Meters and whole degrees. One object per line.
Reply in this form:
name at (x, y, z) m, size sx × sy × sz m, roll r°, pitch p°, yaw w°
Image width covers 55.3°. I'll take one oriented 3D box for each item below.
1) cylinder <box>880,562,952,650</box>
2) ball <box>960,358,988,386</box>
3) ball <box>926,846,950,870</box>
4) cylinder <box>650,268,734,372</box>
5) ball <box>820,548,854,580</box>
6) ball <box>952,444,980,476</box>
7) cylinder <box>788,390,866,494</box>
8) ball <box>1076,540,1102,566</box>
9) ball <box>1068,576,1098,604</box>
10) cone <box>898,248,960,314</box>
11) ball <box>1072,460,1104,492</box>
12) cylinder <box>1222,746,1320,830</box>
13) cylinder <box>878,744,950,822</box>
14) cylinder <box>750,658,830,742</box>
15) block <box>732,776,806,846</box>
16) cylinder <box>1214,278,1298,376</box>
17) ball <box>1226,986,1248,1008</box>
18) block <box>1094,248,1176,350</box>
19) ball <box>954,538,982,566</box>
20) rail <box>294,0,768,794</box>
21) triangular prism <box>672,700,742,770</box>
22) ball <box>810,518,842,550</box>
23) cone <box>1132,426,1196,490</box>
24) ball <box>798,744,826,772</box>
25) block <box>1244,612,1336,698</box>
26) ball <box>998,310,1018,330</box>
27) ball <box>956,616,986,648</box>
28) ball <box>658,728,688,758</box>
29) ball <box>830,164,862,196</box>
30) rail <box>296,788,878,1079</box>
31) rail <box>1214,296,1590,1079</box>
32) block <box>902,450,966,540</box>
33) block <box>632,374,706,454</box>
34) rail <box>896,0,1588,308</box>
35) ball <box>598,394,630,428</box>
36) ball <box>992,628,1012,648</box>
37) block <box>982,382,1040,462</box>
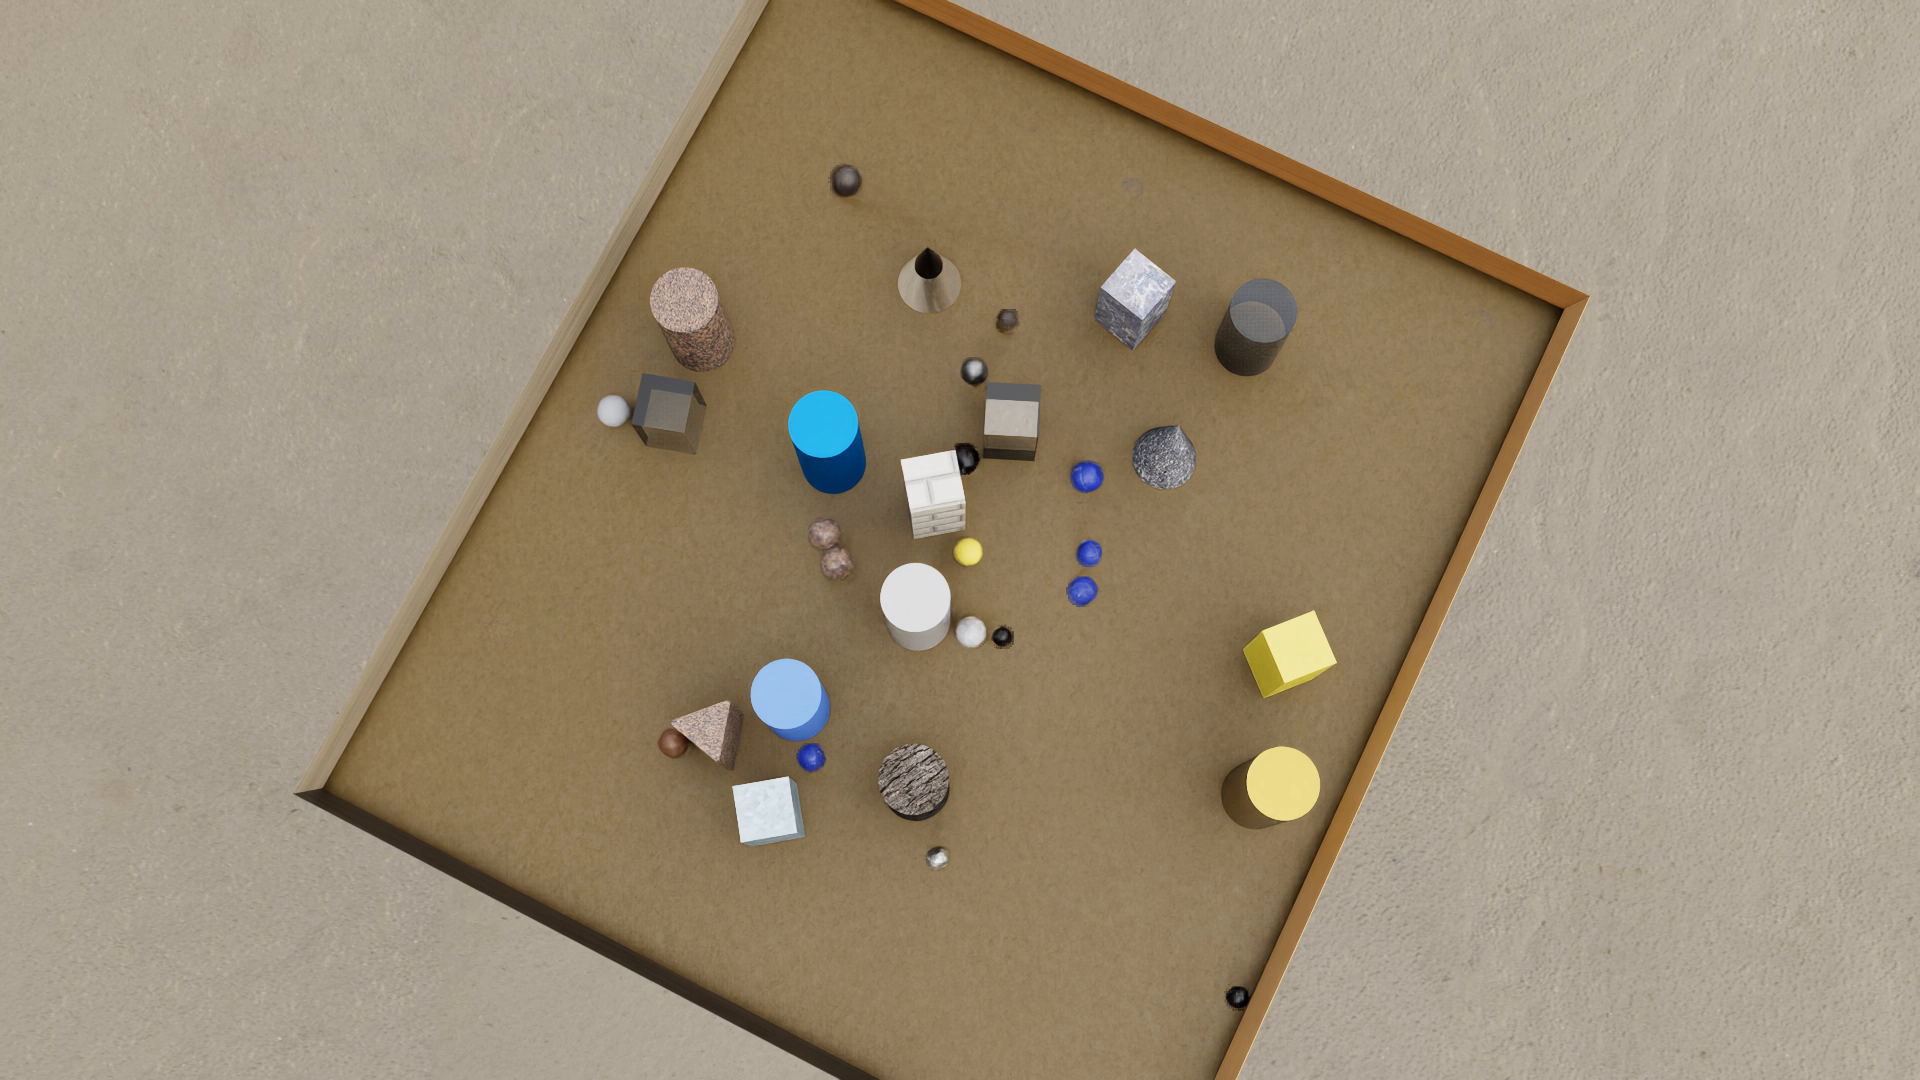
cylinder at (-0.127, 0.200, 5.387) m, size 0.200 × 0.368 × 0.200 m, roll 0°, pitch 78°, yaw 0°
ball at (0.044, -0.521, 5.681) m, size 0.084 × 0.084 × 0.084 m, roll 0°, pitch 78°, yaw 0°
ball at (-0.065, 0.934, 5.390) m, size 0.066 × 0.066 × 0.066 m, roll 0°, pitch 78°, yaw 0°
cylinder at (-0.807, -0.663, 5.552) m, size 0.200 × 0.395 × 0.200 m, roll 0°, pitch 78°, yaw 0°
ball at (-0.372, 0.072, 5.551) m, size 0.099 × 0.099 × 0.099 m, roll 0°, pitch 78°, yaw 0°
ball at (0.012, -0.247, 5.619) m, size 0.096 × 0.096 × 0.096 m, roll 0°, pitch 78°, yaw 0°
cylinder at (-0.390, -0.285, 5.445) m, size 0.200 × 0.453 × 0.200 m, roll 0°, pitch 78°, yaw 0°
ball at (0.394, 0.037, 5.569) m, size 0.078 × 0.078 × 0.078 m, roll 0°, pitch 78°, yaw 0°
ball at (0.372, 0.152, 5.541) m, size 0.087 × 0.087 × 0.087 m, roll 0°, pitch 78°, yaw 0°
cone at (-0.096, -0.843, 5.628) m, size 0.200 × 0.319 × 0.200 m, roll 0°, pitch 78°, yaw 0°
ball at (0.391, -0.194, 5.607) m, size 0.098 × 0.098 × 0.098 m, roll 0°, pitch 78°, yaw 0°
cylinder at (0.878, 0.711, 5.217) m, size 0.200 × 0.494 × 0.200 m, roll 0°, pitch 78°, yaw 0°
cylinder at (-0.131, 0.705, 5.305) m, size 0.200 × 0.325 × 0.200 m, roll 0°, pitch 78°, yaw 0°
cylinder at (-0.490, 0.469, 5.338) m, size 0.200 × 0.355 × 0.200 m, roll 0°, pitch 78°, yaw 0°
block at (-0.551, 0.789, 5.310) m, size 0.160 × 0.281 × 0.160 m, roll -10°, pitch 78°, yaw -2°
cylinder at (0.897, -0.643, 5.576) m, size 0.200 × 0.340 × 0.200 m, roll 0°, pitch 78°, yaw 0°
ball at (0.804, 1.325, 5.309) m, size 0.065 × 0.065 × 0.065 m, roll 0°, pitch 78°, yaw 0°
block at (0.533, -0.734, 5.617) m, size 0.160 × 0.297 × 0.160 m, roll 40°, pitch 81°, yaw 8°
ball at (0.024, 0.036, 5.566) m, size 0.085 × 0.085 × 0.085 m, roll 0°, pitch 78°, yaw 0°
rail at (-1.228, -0.594, 5.672) m, size 0.045 × 0.130 × 3.097 m, roll 26°, pitch 80°, yaw 5°
triangular prism at (-0.700, 0.545, 5.334) m, size 0.173 × 0.333 × 0.150 m, roll 39°, pitch 81°, yaw 7°
ball at (-0.408, -0.019, 5.570) m, size 0.099 × 0.099 × 0.099 m, roll 0°, pitch 78°, yaw 0°
cone at (0.632, -0.293, 5.481) m, size 0.200 × 0.384 × 0.200 m, roll 0°, pitch 78°, yaw 0°
ball at (-0.440, 0.648, 5.441) m, size 0.081 × 0.081 × 0.081 m, roll 0°, pitch 78°, yaw 0°
block at (0.959, 0.339, 5.358) m, size 0.160 × 0.369 × 0.160 m, roll -21°, pitch 79°, yaw -4°
ball at (0.148, -0.687, 5.727) m, size 0.063 × 0.063 × 0.063 m, roll 0°, pitch 78°, yaw 0°
ball at (0.033, 0.276, 5.513) m, size 0.092 × 0.092 × 0.092 m, roll 0°, pitch 78°, yaw 0°
ball at (-0.852, 0.604, 5.447) m, size 0.087 × 0.087 × 0.087 m, roll 0°, pitch 78°, yaw 0°
ball at (-0.360, -1.138, 5.802) m, size 0.098 × 0.098 × 0.098 m, roll 0°, pitch 78°, yaw 0°
rail at (-0.682, 1.343, 5.271) m, size 2.792 × 0.130 × 0.045 m, roll 26°, pitch 80°, yaw 5°
rail at (1.228, 0.608, 5.424) m, size 0.045 × 0.130 × 3.097 m, roll 26°, pitch 80°, yaw 5°
block at (-0.077, -0.131, 5.455) m, size 0.160 × 0.370 × 0.160 m, roll -11°, pitch 79°, yaw -2°
block at (-0.880, -0.380, 5.563) m, size 0.160 × 0.260 × 0.160 m, roll 10°, pitch 78°, yaw 2°
rail at (0.682, -1.329, 5.824) m, size 2.792 × 0.130 × 0.045 m, roll 26°, pitch 80°, yaw 5°
ball at (-1.067, -0.398, 5.648) m, size 0.100 × 0.100 × 0.100 m, roll 0°, pitch 78°, yaw 0°
ball at (0.128, 0.293, 5.525) m, size 0.060 × 0.060 × 0.060 m, roll 0°, pitch 78°, yaw 0°
block at (0.155, -0.355, 5.543) m, size 0.160 × 0.287 × 0.160 m, roll 3°, pitch 78°, yaw 1°
